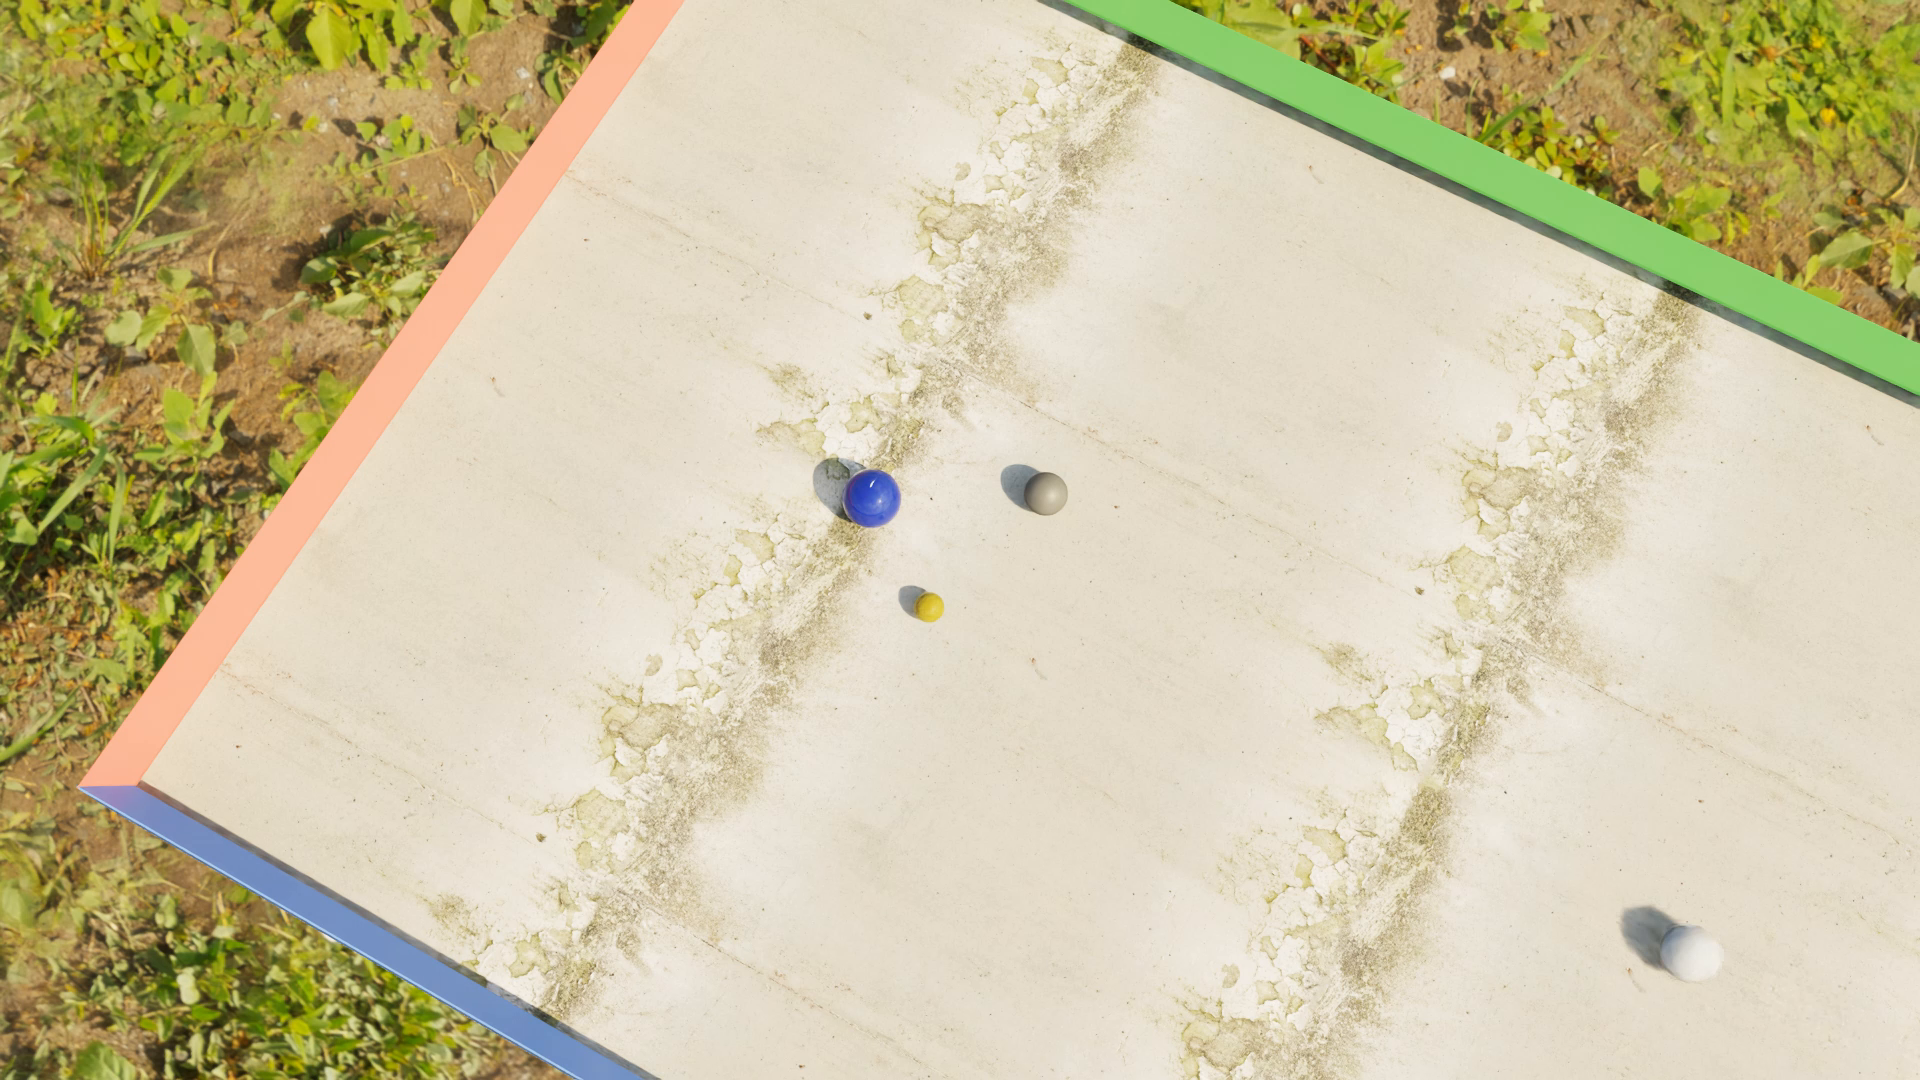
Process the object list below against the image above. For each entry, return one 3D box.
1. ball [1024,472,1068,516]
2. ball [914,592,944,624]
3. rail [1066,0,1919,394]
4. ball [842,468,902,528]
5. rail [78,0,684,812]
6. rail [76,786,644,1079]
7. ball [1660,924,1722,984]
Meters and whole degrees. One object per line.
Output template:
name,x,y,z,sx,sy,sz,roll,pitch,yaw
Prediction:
ball,0.136,-0.073,3.485,0.070,0.070,0.070,0,69,0
ball,-0.048,0.105,3.429,0.049,0.049,0.049,0,69,0
rail,1.285,-0.384,3.573,3.735,0.123,0.045,27,72,10
ball,-0.139,-0.066,3.469,0.095,0.095,0.095,0,69,0
rail,-0.798,-0.419,3.586,0.045,0.123,1.987,27,72,10
rail,0.352,1.206,2.972,3.735,0.123,0.045,27,72,10
ball,1.070,0.606,3.220,0.085,0.085,0.085,0,69,0
